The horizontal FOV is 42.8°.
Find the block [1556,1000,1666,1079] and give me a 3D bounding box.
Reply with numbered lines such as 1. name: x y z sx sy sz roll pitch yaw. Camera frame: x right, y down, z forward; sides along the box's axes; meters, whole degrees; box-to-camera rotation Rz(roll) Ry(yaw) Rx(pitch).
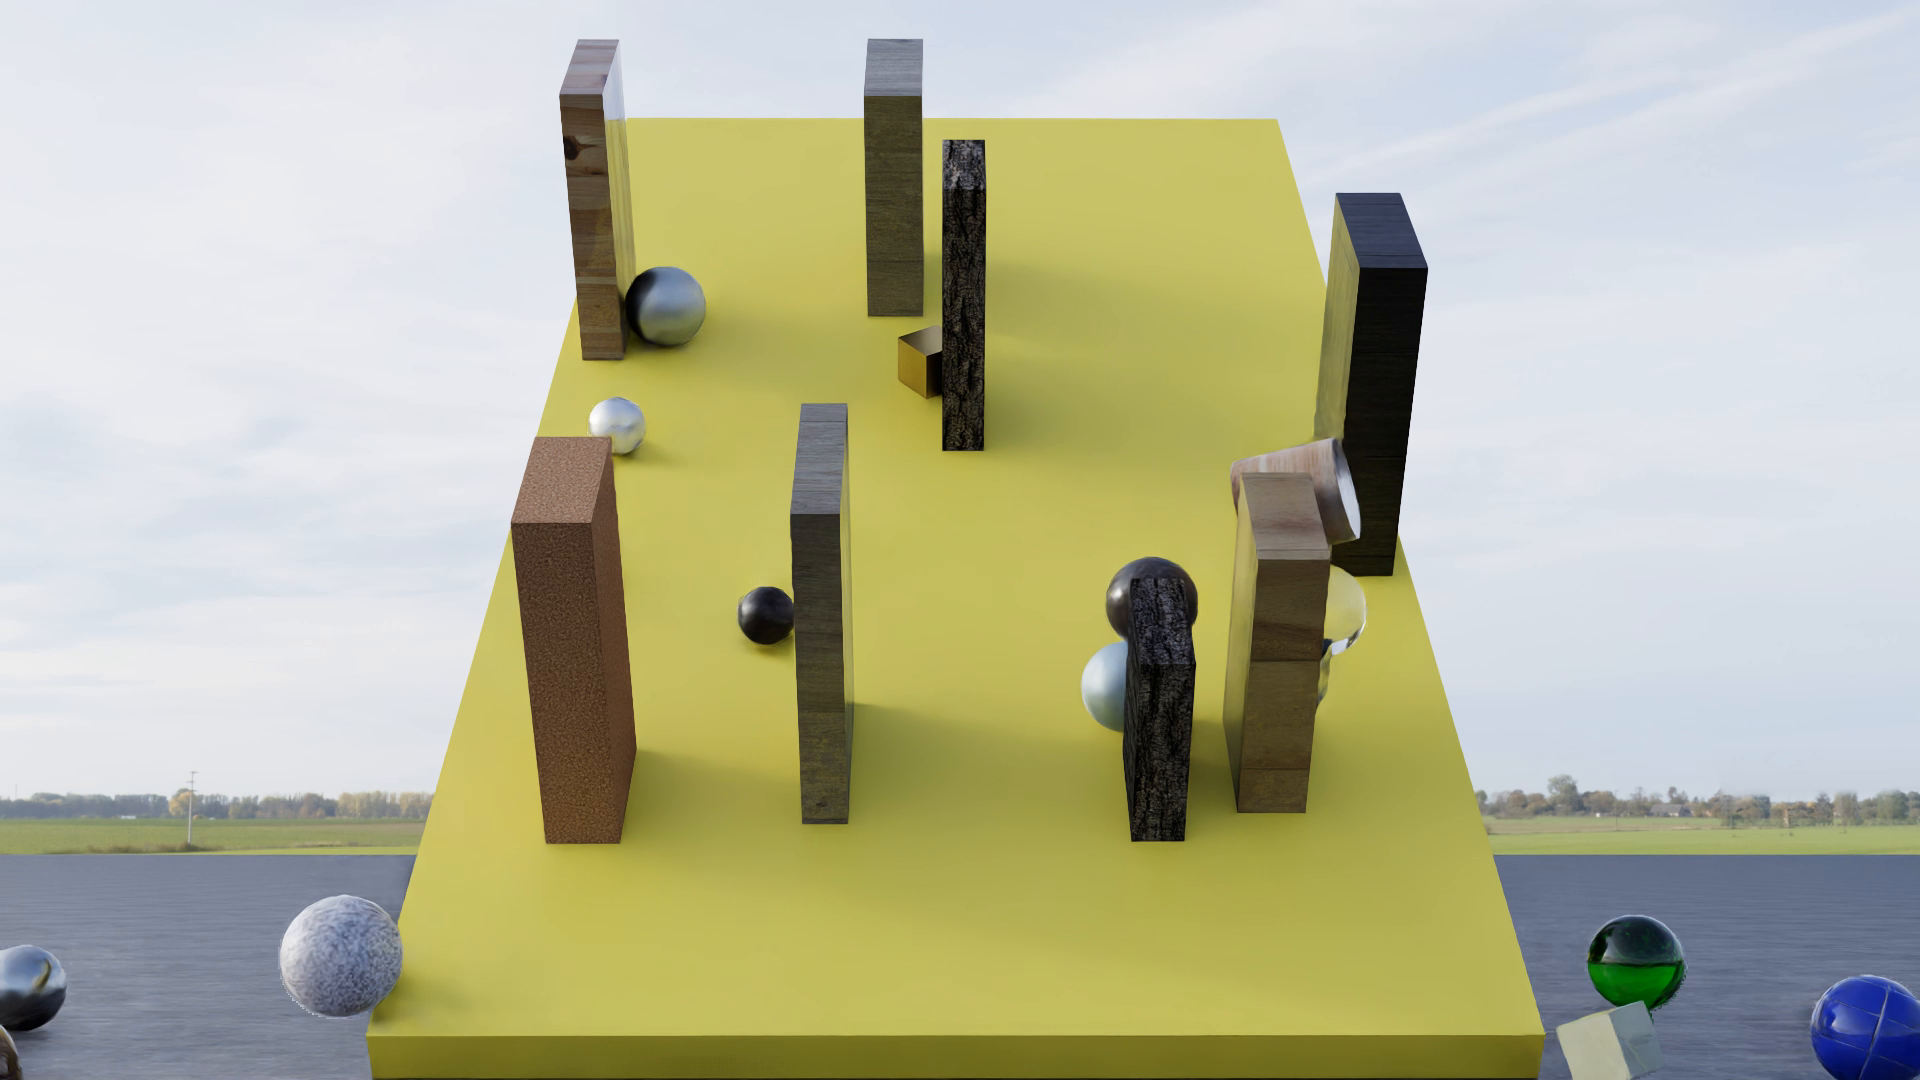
1. block: 1.058 0.823 3.986 0.107 0.107 0.107 -5 -18 -44

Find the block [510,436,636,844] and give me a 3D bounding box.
1. block: -0.704 0.190 4.516 0.138 0.706 0.297 0 32 0

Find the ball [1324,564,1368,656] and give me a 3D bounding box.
1. ball: 0.738 0.145 5.033 0.195 0.195 0.195 0 -7 0

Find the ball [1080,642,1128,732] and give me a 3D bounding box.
1. ball: 0.330 0.291 4.854 0.182 0.182 0.182 0 -7 0

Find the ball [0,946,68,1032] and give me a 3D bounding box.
1. ball: -2.027 0.969 5.296 0.184 0.184 0.184 0 -7 0

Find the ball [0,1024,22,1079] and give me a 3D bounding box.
1. ball: -1.320 0.699 3.179 0.191 0.191 0.191 0 -7 0

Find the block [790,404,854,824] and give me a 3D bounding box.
1. block: -0.255 0.140 4.614 0.087 0.689 0.395 0 32 0

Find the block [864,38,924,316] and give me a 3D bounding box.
1. block: -0.169 -0.948 6.407 0.145 0.613 0.392 0 32 0

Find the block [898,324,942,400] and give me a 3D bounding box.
1. block: -0.069 -0.442 6.067 0.121 0.121 0.121 -21 38 -30

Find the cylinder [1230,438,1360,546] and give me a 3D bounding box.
1. cylinder: 0.654 -0.078 4.770 0.203 0.203 0.203 -14 -11 17

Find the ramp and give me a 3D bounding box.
1. ramp: -0.015 -0.187 5.871 2.000 0.100 4.000 0 32 0

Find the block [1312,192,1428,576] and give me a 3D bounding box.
1. block: 0.878 -0.335 5.320 0.139 0.746 0.369 0 32 0

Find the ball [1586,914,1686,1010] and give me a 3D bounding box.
1. ball: 1.123 0.702 4.071 0.158 0.158 0.158 0 -7 0

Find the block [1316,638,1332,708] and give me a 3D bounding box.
1. block: 0.669 0.269 4.943 0.124 0.124 0.124 14 36 20

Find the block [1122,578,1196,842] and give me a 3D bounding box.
1. block: 0.371 0.319 4.600 0.099 0.406 0.278 0 32 0

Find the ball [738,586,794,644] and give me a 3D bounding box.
1. ball: -0.404 0.157 5.117 0.122 0.122 0.122 0 -7 0

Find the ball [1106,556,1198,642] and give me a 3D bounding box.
1. ball: 0.372 0.123 4.747 0.181 0.181 0.181 0 -7 0

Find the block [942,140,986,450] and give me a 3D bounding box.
1. block: 0.008 -0.571 5.754 0.099 0.674 0.279 0 32 0

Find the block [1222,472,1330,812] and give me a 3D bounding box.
1. block: 0.593 0.196 4.640 0.129 0.574 0.305 0 32 0

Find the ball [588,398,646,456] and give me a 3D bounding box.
1. ball: -0.808 -0.268 5.774 0.137 0.137 0.137 0 -7 0

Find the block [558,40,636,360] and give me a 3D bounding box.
1. block: -0.902 -0.852 6.154 0.103 0.715 0.360 0 32 0

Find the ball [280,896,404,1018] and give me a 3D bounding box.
1. ball: -1.055 0.710 4.183 0.205 0.205 0.205 0 -7 0

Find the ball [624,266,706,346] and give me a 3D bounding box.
1. ball: -0.748 -0.594 6.225 0.206 0.206 0.206 0 -7 0

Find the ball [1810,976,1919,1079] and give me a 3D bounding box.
1. ball: 1.481 0.802 3.983 0.187 0.187 0.187 0 -7 0
